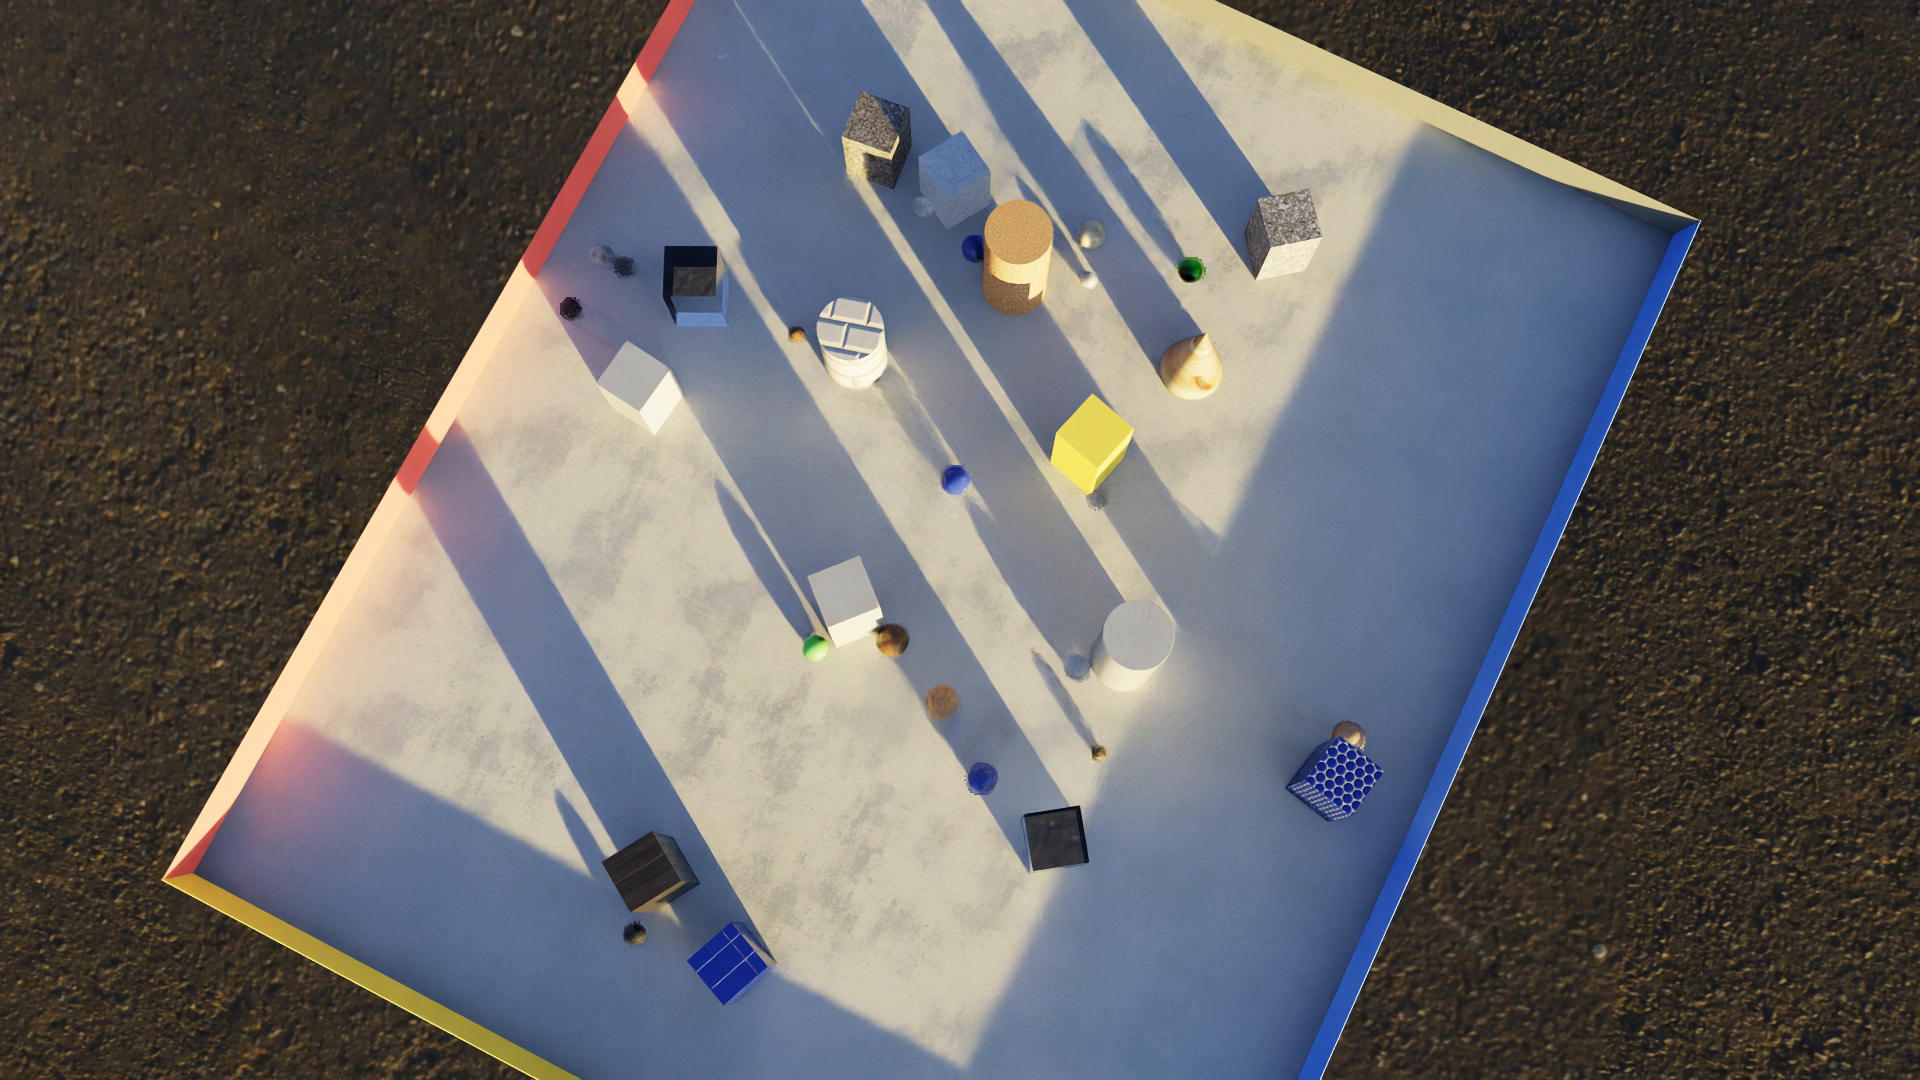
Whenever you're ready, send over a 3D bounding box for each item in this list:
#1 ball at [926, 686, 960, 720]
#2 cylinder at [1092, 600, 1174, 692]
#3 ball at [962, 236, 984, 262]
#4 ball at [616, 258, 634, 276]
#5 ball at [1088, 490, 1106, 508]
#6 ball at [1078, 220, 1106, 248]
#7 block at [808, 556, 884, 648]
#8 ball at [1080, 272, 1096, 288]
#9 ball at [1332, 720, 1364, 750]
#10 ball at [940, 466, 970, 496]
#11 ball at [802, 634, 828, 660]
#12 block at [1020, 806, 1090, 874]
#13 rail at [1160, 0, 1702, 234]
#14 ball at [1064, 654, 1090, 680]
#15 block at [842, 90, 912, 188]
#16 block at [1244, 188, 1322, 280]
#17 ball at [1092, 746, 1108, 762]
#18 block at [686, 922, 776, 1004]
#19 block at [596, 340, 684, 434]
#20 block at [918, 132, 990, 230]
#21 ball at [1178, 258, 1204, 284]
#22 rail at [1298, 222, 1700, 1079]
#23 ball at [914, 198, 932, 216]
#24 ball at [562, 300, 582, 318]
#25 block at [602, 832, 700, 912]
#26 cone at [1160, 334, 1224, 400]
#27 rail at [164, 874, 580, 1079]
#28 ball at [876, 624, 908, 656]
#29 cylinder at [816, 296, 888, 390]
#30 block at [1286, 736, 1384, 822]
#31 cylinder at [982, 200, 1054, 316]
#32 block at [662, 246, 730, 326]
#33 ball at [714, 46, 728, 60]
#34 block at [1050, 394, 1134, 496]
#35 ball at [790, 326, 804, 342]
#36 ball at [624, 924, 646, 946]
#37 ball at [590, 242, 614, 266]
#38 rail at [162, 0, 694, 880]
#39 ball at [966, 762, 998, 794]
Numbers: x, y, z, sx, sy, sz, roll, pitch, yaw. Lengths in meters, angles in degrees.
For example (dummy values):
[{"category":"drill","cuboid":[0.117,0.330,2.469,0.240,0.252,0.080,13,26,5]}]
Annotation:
[{"category":"ball","cuboid":[-0.053,0.488,5.465,0.100,0.100,0.100,0,78,0]},{"category":"cylinder","cuboid":[0.496,0.311,5.314,0.200,0.467,0.200,0,78,0]},{"category":"ball","cuboid":[0.046,-0.915,5.764,0.083,0.083,0.083,0,78,0]},{"category":"ball","cuboid":[-1.056,-0.861,5.766,0.056,0.056,0.056,0,78,0]},{"category":"ball","cuboid":[0.420,-0.126,5.616,0.053,0.053,0.053,0,78,0]},{"category":"ball","cuboid":[0.414,-0.961,5.771,0.088,0.088,0.088,0,78,0]},{"category":"block","cuboid":[-0.330,0.185,5.380,0.160,0.388,0.160,-22,79,-4]},{"category":"ball","cuboid":[0.401,-0.819,5.760,0.052,0.052,0.052,0,78,0]},{"category":"ball","cuboid":[1.153,0.586,5.446,0.097,0.097,0.097,0,78,0]},{"category":"ball","cuboid":[-0.015,-0.181,5.608,0.091,0.091,0.091,0,78,0]},{"category":"ball","cuboid":[-0.434,0.323,5.511,0.077,0.077,0.077,0,78,0]},{"category":"block","cuboid":[0.270,0.865,5.278,0.160,0.313,0.160,-9,78,-2]},{"category":"rail","cuboid":[0.852,-1.662,5.893,3.216,0.130,0.045,26,80,5]},{"category":"ball","cuboid":[0.351,0.383,5.498,0.077,0.077,0.077,0,78,0]},{"category":"block","cuboid":[-0.258,-1.248,5.734,0.160,0.277,0.160,20,79,4]},{"category":"block","cuboid":[0.995,-0.942,5.665,0.160,0.288,0.160,-12,79,-2]},{"category":"ball","cuboid":[0.416,0.637,5.461,0.047,0.047,0.047,0,78,0]},{"category":"block","cuboid":[-0.646,1.205,5.224,0.160,0.280,0.160,-41,81,-8]},{"category":"block","cuboid":[-0.970,-0.460,5.574,0.160,0.270,0.160,33,80,6]},{"category":"block","cuboid":[-0.016,-1.118,5.713,0.160,0.265,0.160,-32,80,-6]},{"category":"ball","cuboid":[0.724,-0.845,5.752,0.078,0.078,0.078,0,78,0]},{"category":"rail","cuboid":[1.417,0.701,5.404,0.045,0.130,3.859,26,80,5]},{"category":"ball","cuboid":[-0.118,-1.053,5.805,0.058,0.058,0.058,0,78,0]},{"category":"ball","cuboid":[-1.216,-0.724,5.737,0.059,0.059,0.059,0,78,0]},{"category":"block","cuboid":[-0.876,0.950,5.224,0.160,0.384,0.160,-31,80,-6]},{"category":"cone","cuboid":[0.723,-0.570,5.548,0.200,0.366,0.200,0,78,0]},{"category":"rail","cuboid":[-0.852,1.676,5.202,3.216,0.130,0.045,26,80,5]},{"category":"ball","cuboid":[-0.204,0.301,5.505,0.097,0.097,0.097,0,78,0]},{"category":"cylinder","cuboid":[-0.326,-0.598,5.587,0.200,0.300,0.200,0,78,0]},{"category":"block","cuboid":[1.080,0.694,5.304,0.160,0.331,0.160,38,81,7]},{"category":"cylinder","cuboid":[0.171,-0.849,5.557,0.200,0.460,0.200,0,78,0]},{"category":"block","cuboid":[-0.810,-0.778,5.635,0.160,0.280,0.160,0,78,0]},{"category":"ball","cuboid":[-0.773,-1.574,5.921,0.042,0.042,0.042,0,78,0]},{"category":"block","cuboid":[0.392,-0.281,5.495,0.160,0.353,0.160,41,81,8]},{"category":"ball","cuboid":[-0.509,-0.645,5.725,0.049,0.049,0.049,0,78,0]},{"category":"ball","cuboid":[-0.947,1.151,5.347,0.062,0.062,0.062,0,78,0]},{"category":"ball","cuboid":[-1.127,-0.899,5.766,0.071,0.071,0.071,0,78,0]},{"category":"rail","cuboid":[-1.417,-0.687,5.692,0.045,0.130,3.859,26,80,5]},{"category":"ball","cuboid":[0.065,0.703,5.425,0.091,0.091,0.091,0,78,0]}]
